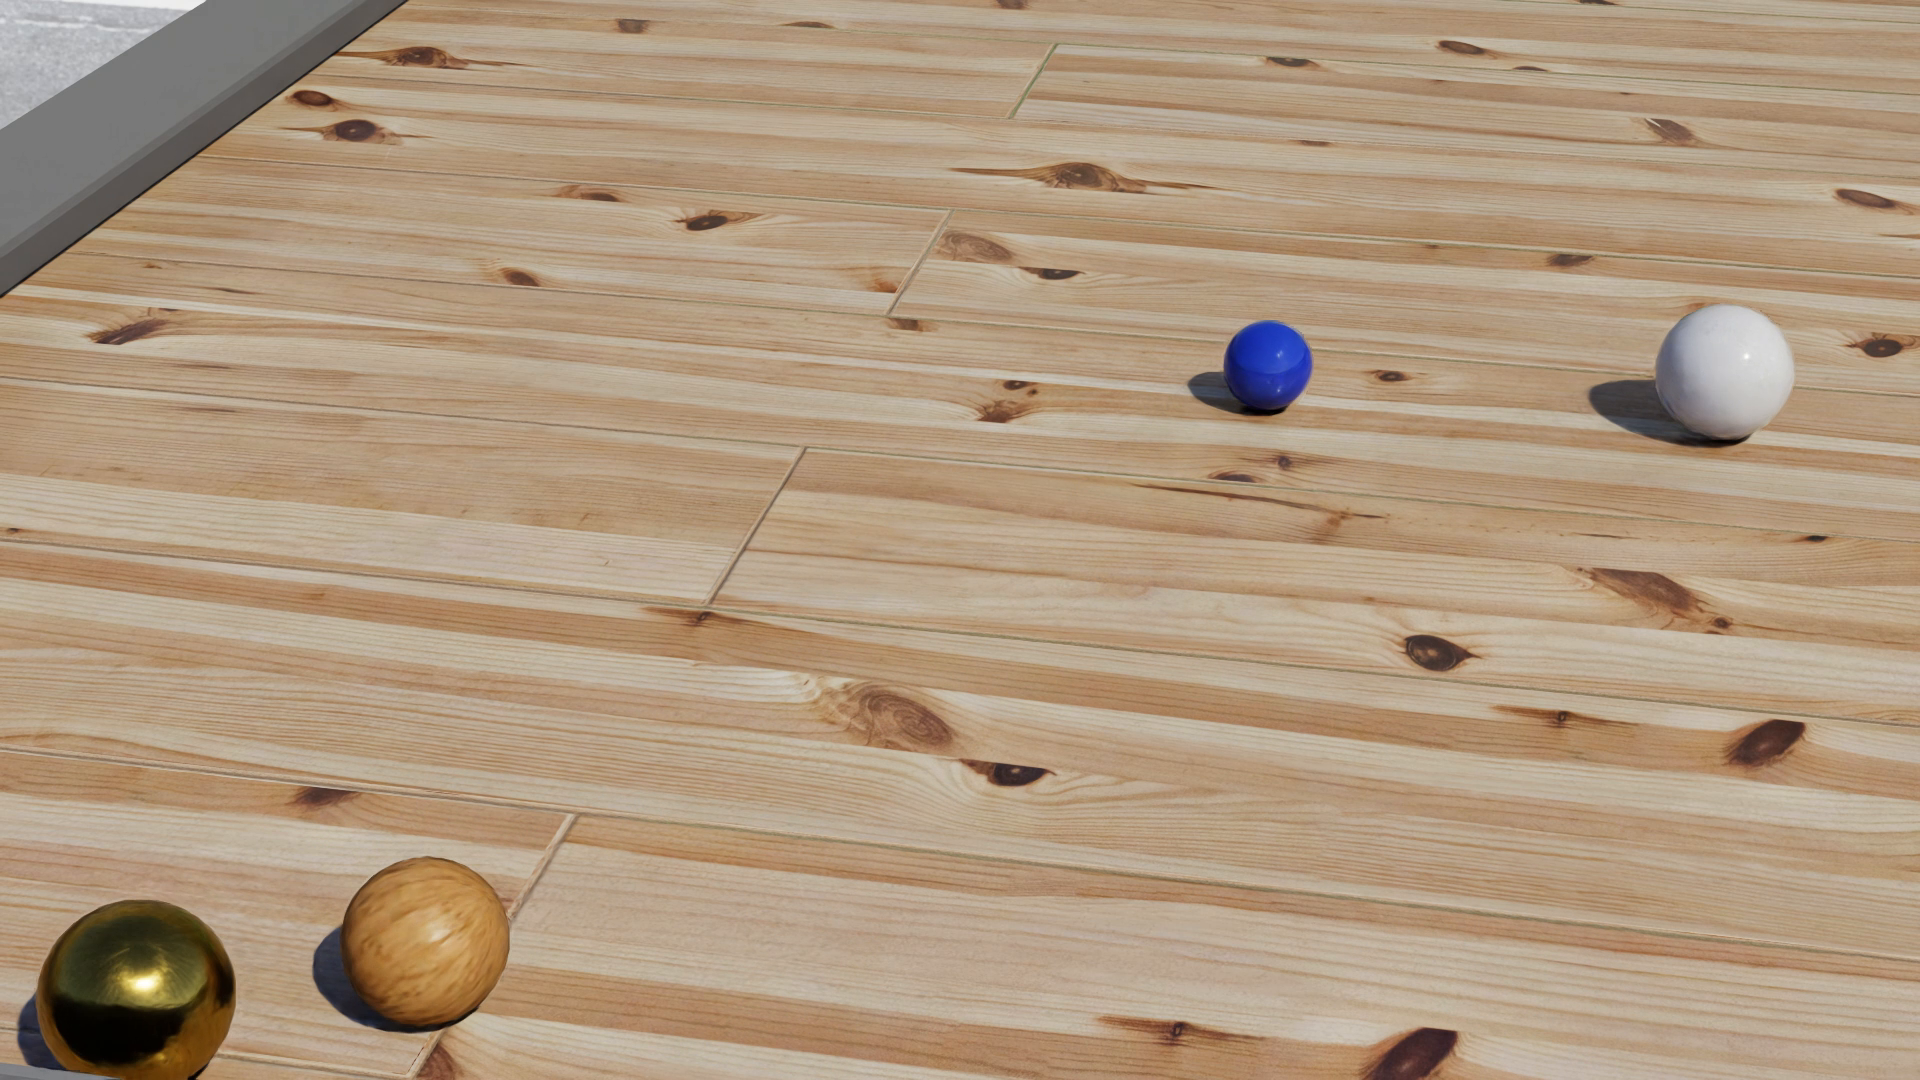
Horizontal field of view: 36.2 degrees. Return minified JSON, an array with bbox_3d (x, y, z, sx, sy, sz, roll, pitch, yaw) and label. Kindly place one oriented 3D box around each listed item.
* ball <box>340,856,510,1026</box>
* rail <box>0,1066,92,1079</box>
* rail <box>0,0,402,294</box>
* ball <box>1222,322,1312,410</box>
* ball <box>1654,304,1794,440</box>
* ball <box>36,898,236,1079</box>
[{"bbox_3d":[-0.261,0.195,1.434,0.082,0.082,0.082,0,26,0],"label":"ball"},{"bbox_3d":[-0.145,0.283,1.205,1.695,0.123,0.045,5,27,11],"label":"rail"},{"bbox_3d":[-0.657,-0.412,2.624,0.045,0.123,2.933,5,27,11],"label":"rail"},{"bbox_3d":[0.220,-0.124,2.106,0.064,0.064,0.064,0,26,0],"label":"ball"},{"bbox_3d":[0.534,-0.117,2.057,0.095,0.095,0.095,0,26,0],"label":"ball"},{"bbox_3d":[-0.387,0.215,1.384,0.091,0.091,0.091,0,26,0],"label":"ball"}]
